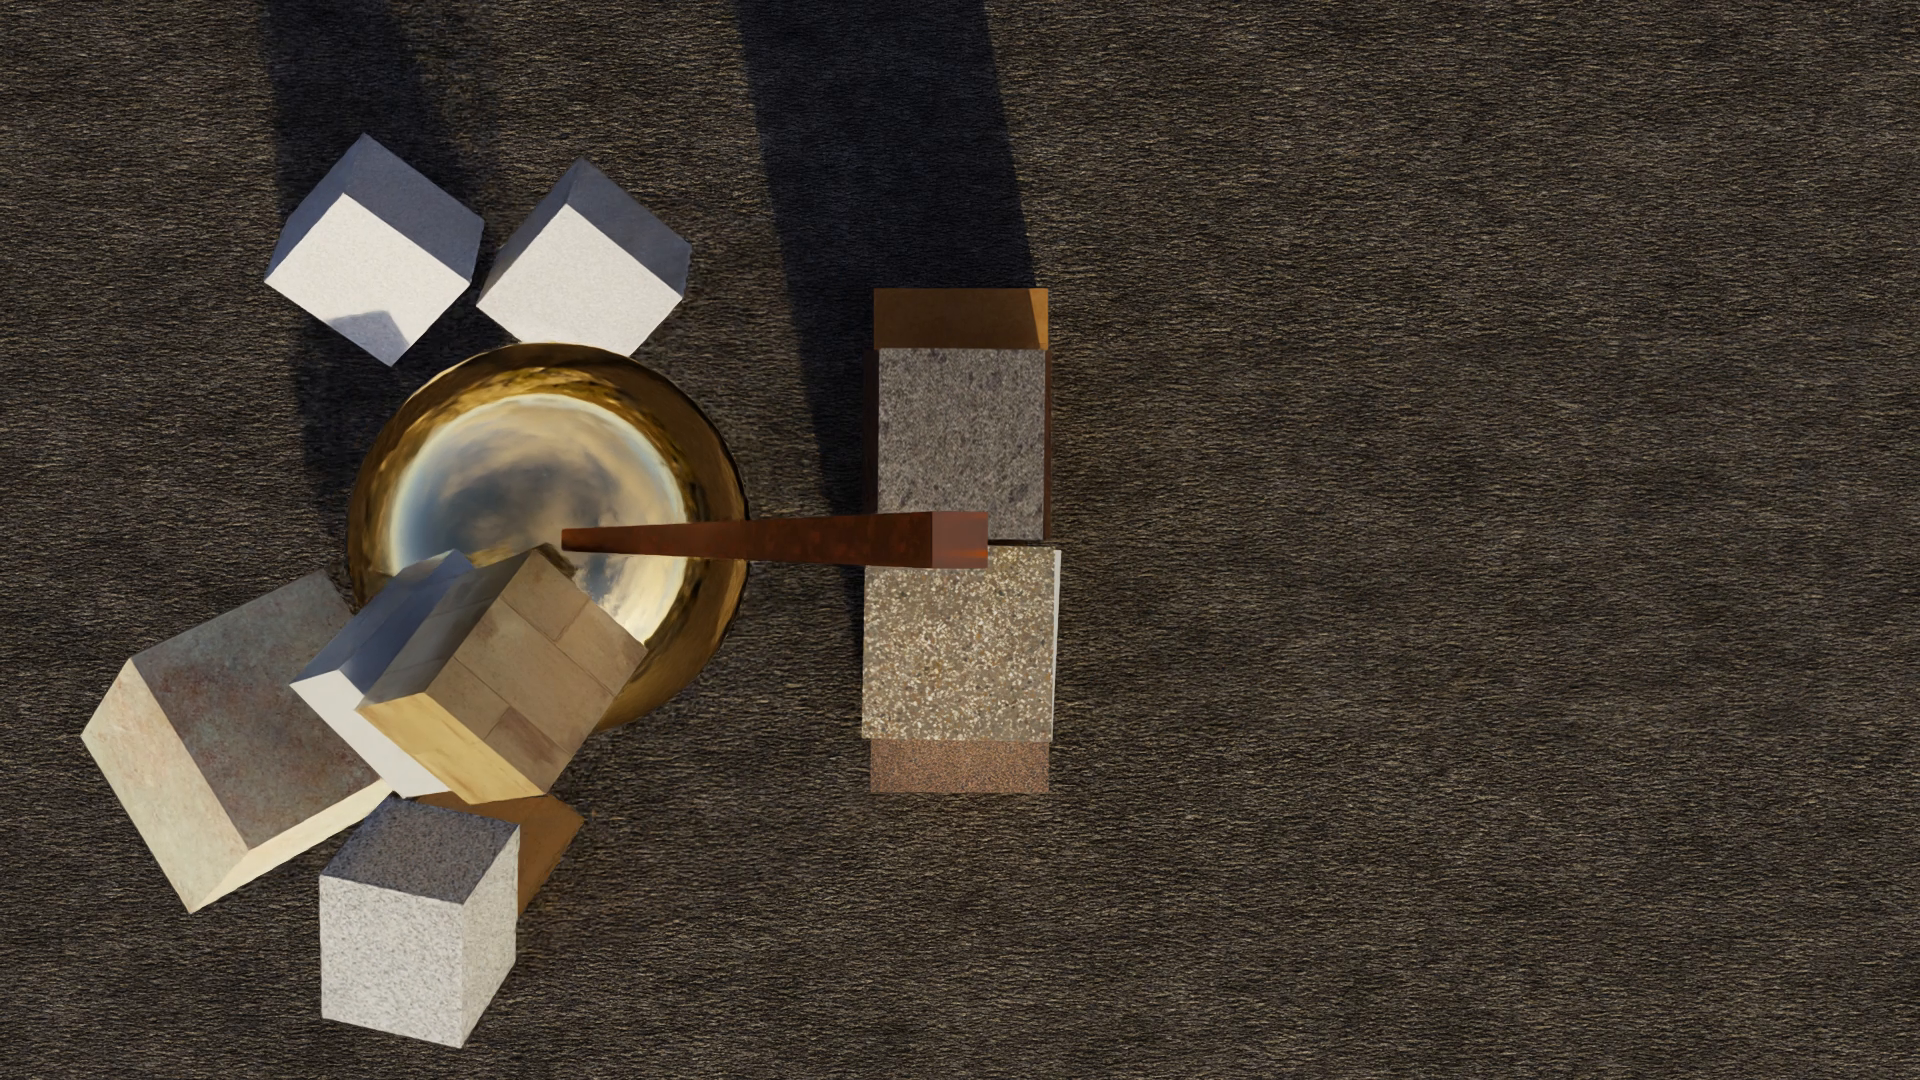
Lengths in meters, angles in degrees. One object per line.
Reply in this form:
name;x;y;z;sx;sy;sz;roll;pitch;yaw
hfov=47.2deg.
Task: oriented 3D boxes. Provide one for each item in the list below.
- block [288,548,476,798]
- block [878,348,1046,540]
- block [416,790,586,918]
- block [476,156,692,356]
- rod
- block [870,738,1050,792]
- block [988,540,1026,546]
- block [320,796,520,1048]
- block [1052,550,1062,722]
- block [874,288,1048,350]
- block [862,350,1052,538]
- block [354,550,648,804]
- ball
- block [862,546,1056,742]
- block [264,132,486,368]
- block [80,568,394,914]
block;-1.877;0.479;7.777;0.581;0.523;0.600;49;58;-18
block;0.006;-0.445;10.493;0.759;0.859;0.871;1;91;0
block;-2.762;1.811;12.344;0.786;0.903;0.828;36;52;-2
block;-1.994;-1.417;11.768;0.769;0.790;0.748;39;109;-20
rod;-0.711;0.000;5.581;0.080;5.200;0.080;0;90;-16
block;0.000;0.918;12.456;0.965;1.089;0.897;0;90;0
block;-0.010;0.034;12.573;0.742;0.854;0.848;0;90;0
block;-2.684;1.894;10.965;0.722;0.730;0.857;11;116;7
block;0.062;0.507;11.442;0.843;0.937;0.956;3;90;0
block;0.005;-0.883;12.466;0.946;1.067;0.965;0;90;0
block;-0.016;-0.482;11.427;0.936;1.010;0.937;0;91;0
block;-1.526;0.467;7.311;0.514;0.634;0.600;44;60;-20
ball;-1.640;0.000;8.851;1.600;1.600;1.600;0;90;0
block;-0.007;0.471;10.532;0.871;0.883;0.896;1;90;0
block;-2.976;-1.479;11.233;0.757;0.637;0.676;37;117;-27
block;-2.744;0.788;8.576;0.828;0.883;0.832;-30;85;-40
